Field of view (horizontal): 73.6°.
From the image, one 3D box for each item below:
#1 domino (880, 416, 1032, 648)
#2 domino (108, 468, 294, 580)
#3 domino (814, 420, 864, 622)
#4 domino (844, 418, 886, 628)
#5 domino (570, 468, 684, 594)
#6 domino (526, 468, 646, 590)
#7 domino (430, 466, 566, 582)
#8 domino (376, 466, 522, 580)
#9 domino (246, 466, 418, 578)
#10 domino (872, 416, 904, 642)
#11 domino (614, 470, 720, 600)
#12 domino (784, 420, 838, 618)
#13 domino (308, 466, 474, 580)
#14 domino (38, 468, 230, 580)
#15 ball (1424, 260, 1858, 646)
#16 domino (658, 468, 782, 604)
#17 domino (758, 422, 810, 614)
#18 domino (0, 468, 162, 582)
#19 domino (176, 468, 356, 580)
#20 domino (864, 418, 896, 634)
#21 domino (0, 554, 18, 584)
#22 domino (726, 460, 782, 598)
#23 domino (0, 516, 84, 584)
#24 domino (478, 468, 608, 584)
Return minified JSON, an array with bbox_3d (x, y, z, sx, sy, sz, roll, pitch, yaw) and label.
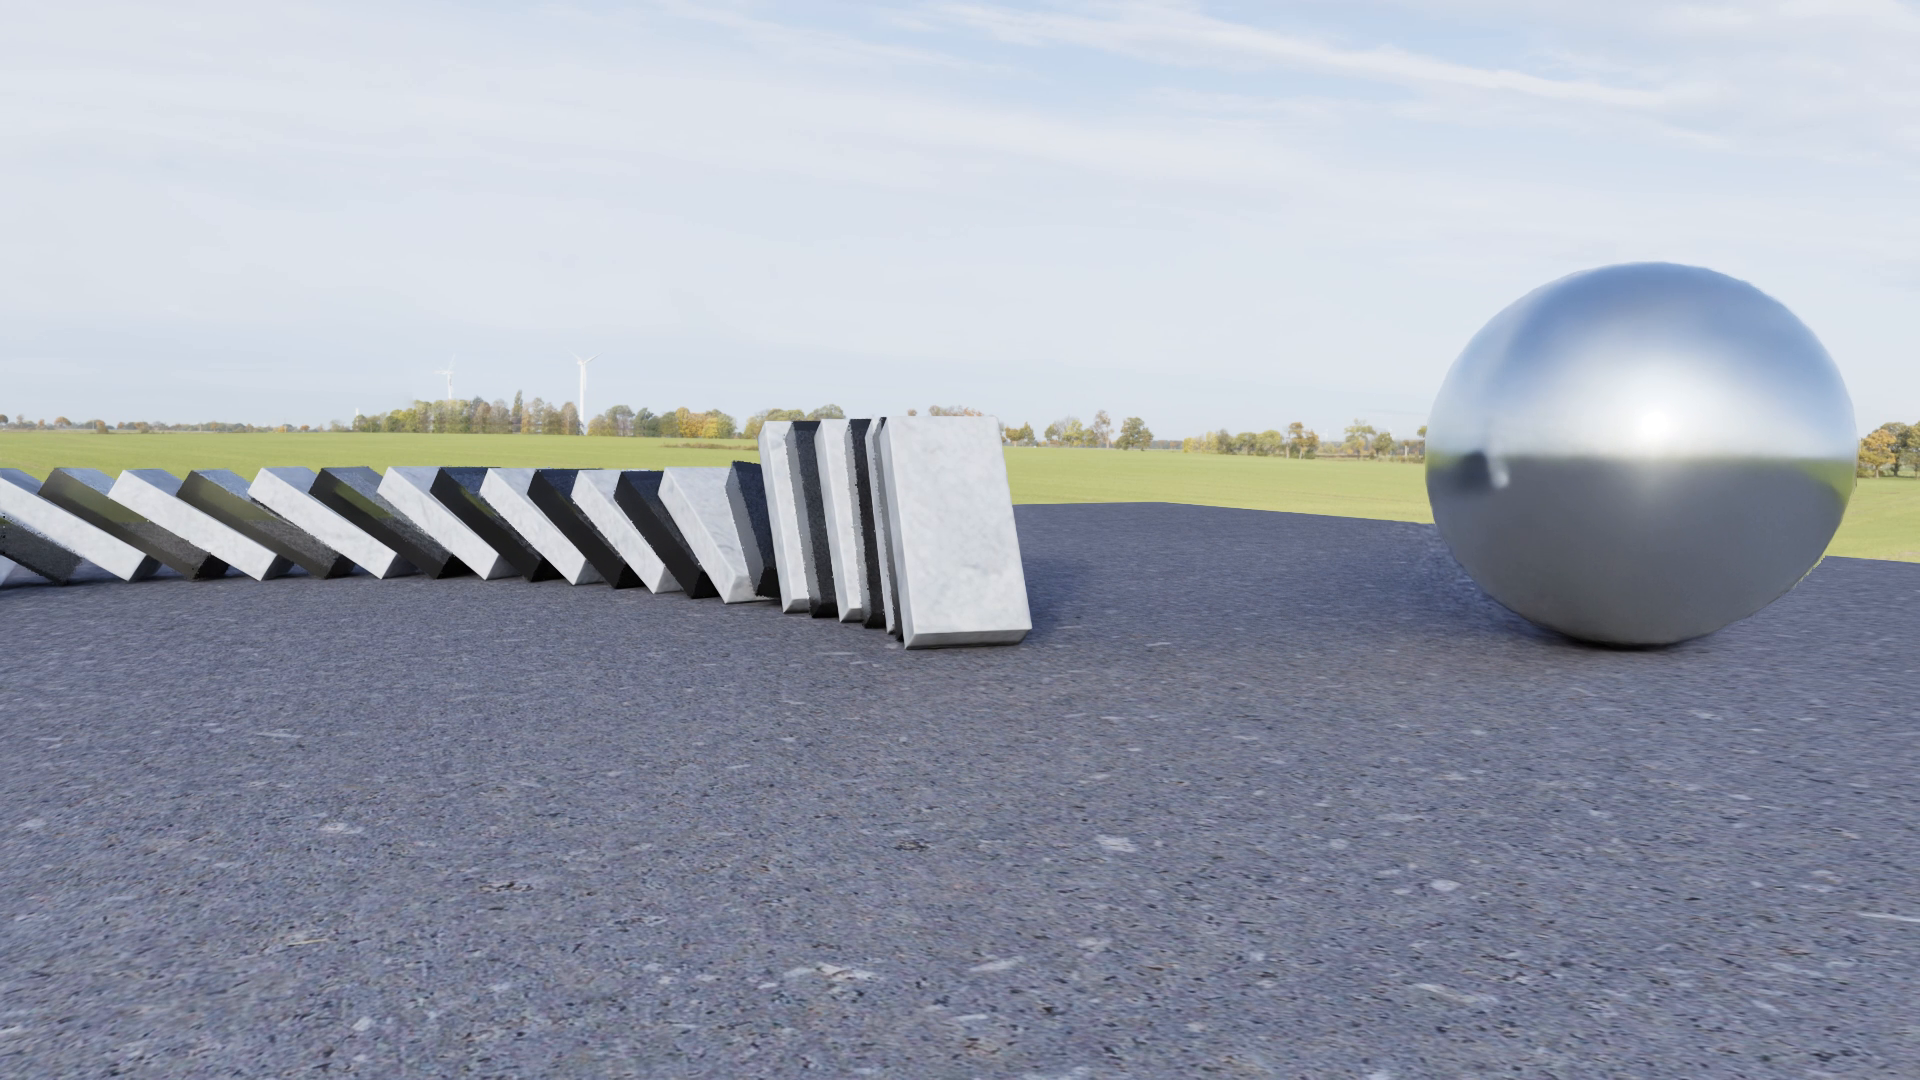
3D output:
[{"bbox_3d":[-0.002,-0.002,0.275,0.025,0.050,0.009,-1,-24,-16],"label":"domino"},{"bbox_3d":[-0.238,-0.005,0.406,0.050,0.009,0.025,32,-1,-10],"label":"domino"},{"bbox_3d":[-0.020,-0.005,0.316,0.025,0.050,0.010,-2,-24,-21],"label":"domino"},{"bbox_3d":[-0.012,-0.005,0.306,0.025,0.050,0.009,-1,-24,-16],"label":"domino"},{"bbox_3d":[-0.092,-0.004,0.384,0.025,0.009,0.050,-5,39,-48],"label":"domino"},{"bbox_3d":[-0.108,-0.004,0.395,0.050,0.010,0.025,40,25,28],"label":"domino"},{"bbox_3d":[-0.143,-0.006,0.411,0.050,0.010,0.025,37,17,19],"label":"domino"},{"bbox_3d":[-0.161,-0.006,0.417,0.050,0.009,0.025,35,14,14],"label":"domino"},{"bbox_3d":[-0.200,-0.006,0.416,0.050,0.010,0.025,33,5,-1],"label":"domino"},{"bbox_3d":[-0.004,-0.003,0.286,0.025,0.050,0.009,-1,-24,-16],"label":"domino"},{"bbox_3d":[-0.077,-0.003,0.372,0.025,0.010,0.050,-4,38,-43],"label":"domino"},{"bbox_3d":[-0.028,-0.006,0.325,0.025,0.050,0.010,-2,-24,-23],"label":"domino"},{"bbox_3d":[-0.181,-0.006,0.416,0.050,0.009,0.025,33,7,3],"label":"domino"},{"bbox_3d":[-0.257,-0.005,0.403,0.050,0.010,0.025,32,-3,-9],"label":"domino"},{"bbox_3d":[0.140,-0.018,0.269,0.080,0.080,0.080,0,4,0],"label":"ball"},{"bbox_3d":[-0.063,-0.002,0.360,0.025,0.009,0.050,-2,38,-38],"label":"domino"},{"bbox_3d":[-0.036,-0.007,0.333,0.025,0.050,0.010,-2,-24,-24],"label":"domino"},{"bbox_3d":[-0.275,-0.005,0.397,0.050,0.010,0.025,32,-7,-15],"label":"domino"},{"bbox_3d":[-0.220,-0.005,0.411,0.050,0.009,0.025,32,0,-9],"label":"domino"},{"bbox_3d":[-0.006,-0.004,0.296,0.025,0.050,0.009,-1,-24,-16],"label":"domino"},{"bbox_3d":[-0.300,-0.003,0.364,0.025,0.010,0.050,4,-29,41],"label":"domino"},{"bbox_3d":[-0.047,-0.003,0.352,0.025,0.010,0.050,6,34,-25],"label":"domino"},{"bbox_3d":[-0.290,-0.004,0.382,0.050,0.010,0.025,36,-16,-27],"label":"domino"},{"bbox_3d":[-0.125,-0.005,0.404,0.050,0.009,0.025,38,21,24],"label":"domino"}]
